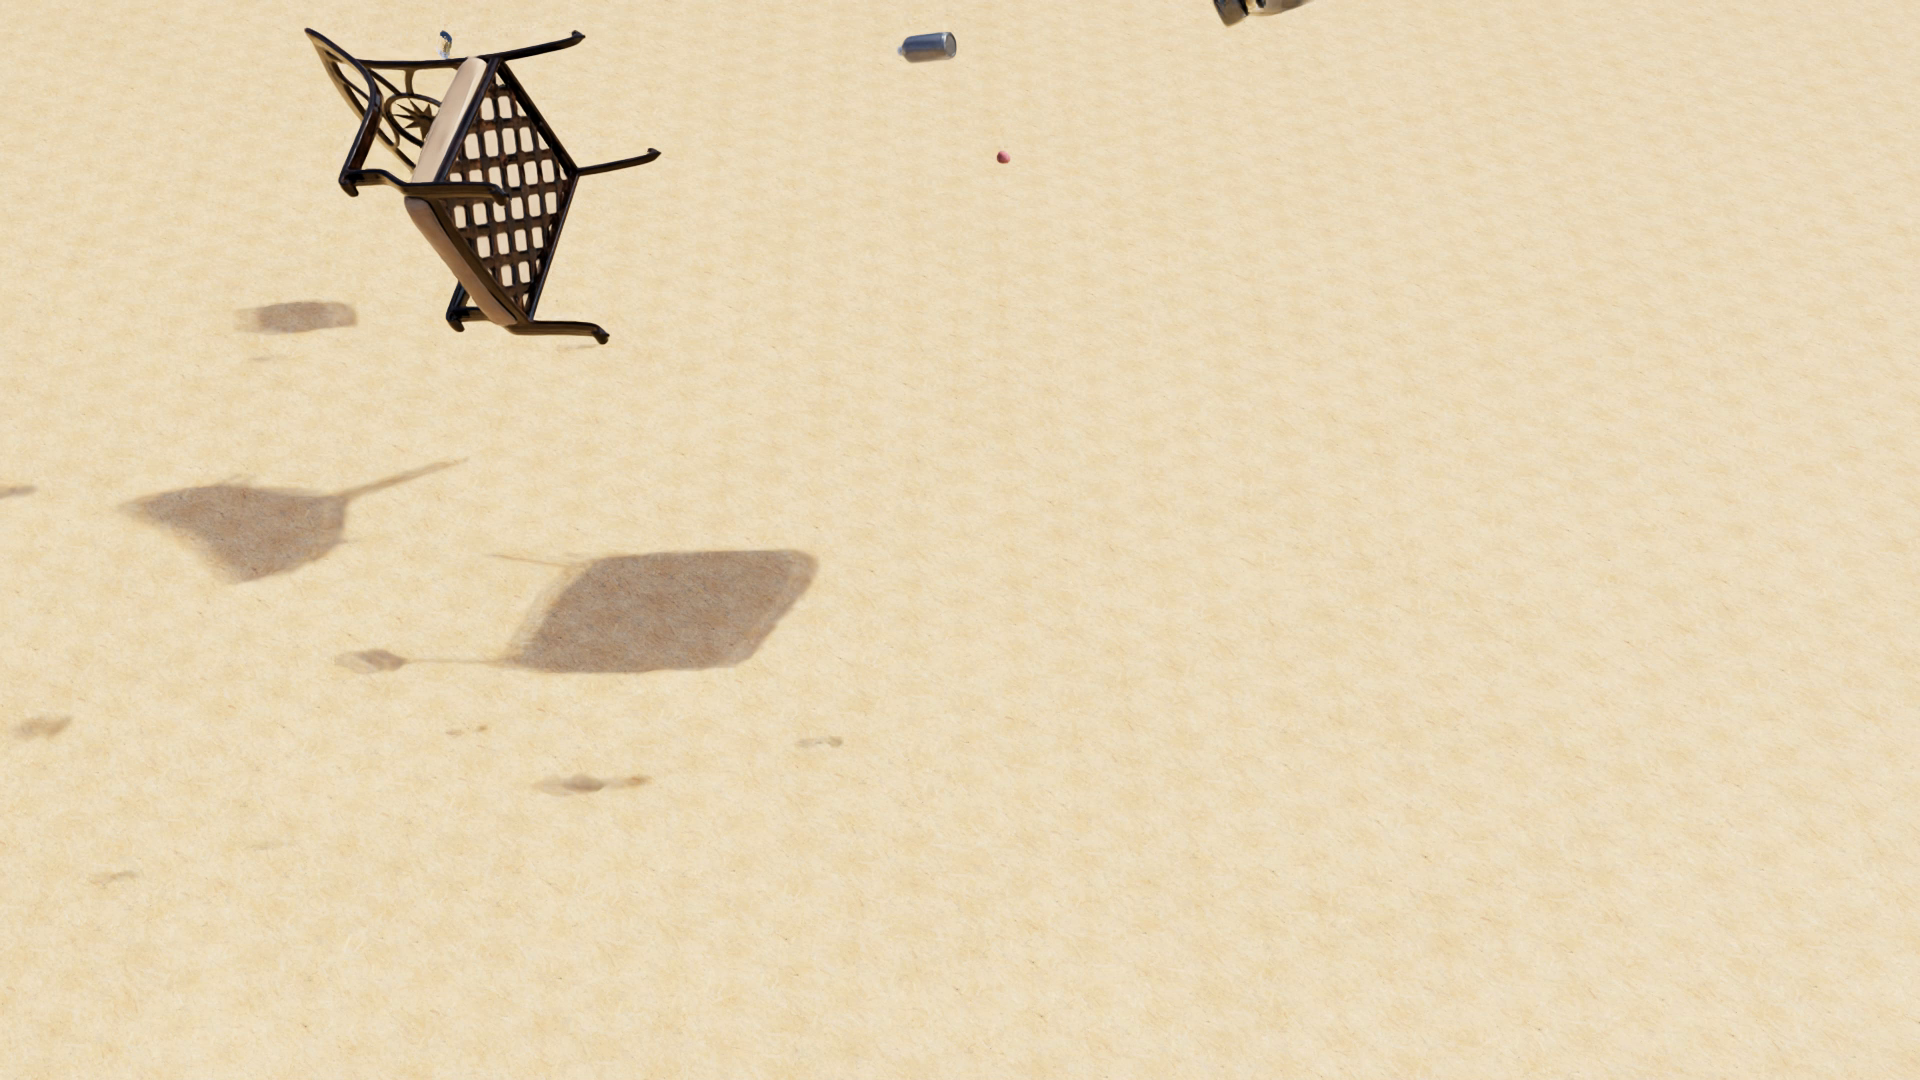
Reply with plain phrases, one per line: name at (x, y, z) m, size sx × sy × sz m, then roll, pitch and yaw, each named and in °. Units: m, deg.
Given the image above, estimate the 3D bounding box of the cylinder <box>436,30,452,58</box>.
cylinder at (-1.705, -1.639, 9.699) m, size 0.034 × 0.073 × 0.058 m, roll -25°, pitch 68°, yaw -33°
